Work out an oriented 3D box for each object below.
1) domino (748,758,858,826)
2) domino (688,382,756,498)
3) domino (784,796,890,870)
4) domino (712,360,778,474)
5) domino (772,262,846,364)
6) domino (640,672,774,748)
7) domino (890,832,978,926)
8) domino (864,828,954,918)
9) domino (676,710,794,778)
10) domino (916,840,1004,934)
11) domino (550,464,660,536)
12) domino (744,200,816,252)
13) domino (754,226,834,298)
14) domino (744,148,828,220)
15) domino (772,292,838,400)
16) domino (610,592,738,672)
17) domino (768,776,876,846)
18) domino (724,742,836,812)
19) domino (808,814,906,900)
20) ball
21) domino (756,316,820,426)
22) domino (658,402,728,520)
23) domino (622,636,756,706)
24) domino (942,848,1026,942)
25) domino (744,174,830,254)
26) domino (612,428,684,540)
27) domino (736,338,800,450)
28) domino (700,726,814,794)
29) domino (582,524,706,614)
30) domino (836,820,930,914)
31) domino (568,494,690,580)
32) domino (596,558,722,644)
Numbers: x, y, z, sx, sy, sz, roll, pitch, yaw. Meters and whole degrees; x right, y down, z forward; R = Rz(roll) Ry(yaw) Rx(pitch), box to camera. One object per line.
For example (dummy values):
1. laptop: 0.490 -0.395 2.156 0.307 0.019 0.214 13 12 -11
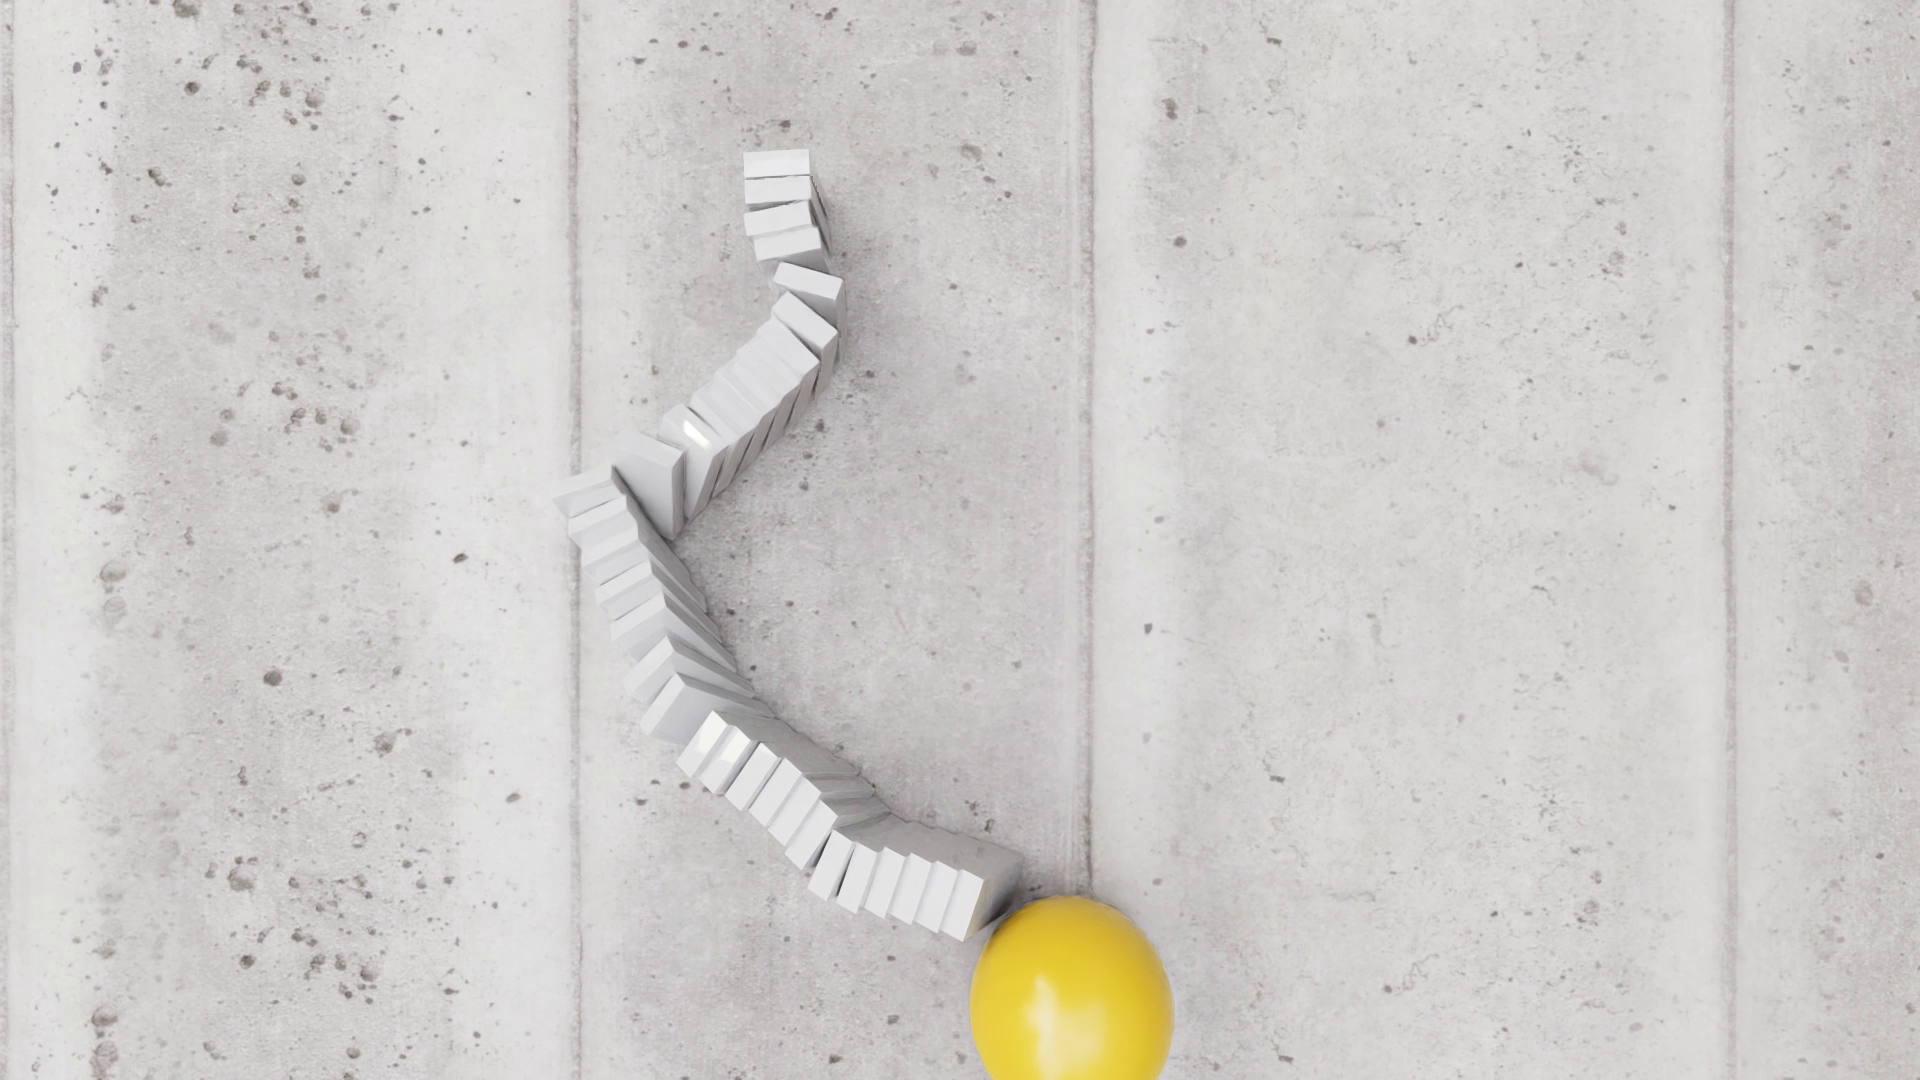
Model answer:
1. domino: -0.063 0.103 0.375 0.009 0.050 0.025 34 90 24
2. domino: -0.102 -0.040 0.377 0.025 0.050 0.010 45 53 0
3. domino: -0.049 0.119 0.375 0.010 0.050 0.025 34 90 24
4. domino: -0.092 -0.050 0.377 0.025 0.050 0.010 45 57 0
5. domino: -0.060 -0.092 0.375 0.025 0.050 0.010 16 71 0
6. domino: -0.103 0.074 0.378 0.009 0.050 0.025 37 91 42
7. domino: -0.009 0.138 0.375 0.010 0.050 0.025 19 90 24
8. domino: -0.019 0.135 0.375 0.010 0.050 0.025 19 90 24
9. domino: -0.090 0.085 0.376 0.009 0.050 0.025 35 90 27
10. domino: 0.001 0.141 0.375 0.010 0.050 0.025 19 90 24
11. domino: -0.144 -0.006 0.379 0.025 0.010 0.050 -18 134 0
12. domino: -0.069 -0.118 0.375 0.025 0.050 0.009 -12 79 0
13. domino: -0.065 -0.107 0.375 0.025 0.050 0.009 -11 73 0
14. domino: -0.070 -0.144 0.375 0.025 0.050 0.009 -3 90 0
15. domino: -0.065 -0.078 0.375 0.025 0.050 0.010 39 70 0
16. domino: -0.118 0.045 0.379 0.025 0.010 0.050 -33 134 0
17. domino: -0.055 0.110 0.375 0.009 0.050 0.025 34 90 24
18. domino: -0.072 0.097 0.375 0.009 0.050 0.025 34 90 25
19. domino: -0.041 0.129 0.375 0.010 0.050 0.025 24 91 24
20. ball: 0.043 0.182 0.360 0.080 0.080 0.080 0 90 0
21. domino: -0.073 -0.068 0.375 0.025 0.050 0.010 45 66 0
22. domino: -0.113 -0.031 0.378 0.025 0.050 0.010 41 51 0
23. domino: -0.111 0.061 0.378 0.025 0.050 0.010 -45 48 0
24. domino: 0.011 0.144 0.375 0.009 0.050 0.025 19 90 24
25. domino: -0.069 -0.131 0.375 0.025 0.050 0.010 -4 84 0
26. domino: -0.128 -0.022 0.377 0.025 0.050 0.010 23 52 0
27. domino: -0.082 -0.059 0.376 0.025 0.050 0.009 45 61 0
28. domino: -0.082 0.091 0.376 0.009 0.050 0.025 35 90 27
29. domino: -0.129 0.018 0.379 0.025 0.009 0.050 -27 134 2
30. domino: -0.030 0.133 0.375 0.010 0.050 0.025 20 92 24
31. domino: -0.136 0.006 0.379 0.025 0.010 0.050 -24 134 0
32. domino: -0.124 0.032 0.379 0.025 0.010 0.050 -30 134 1
